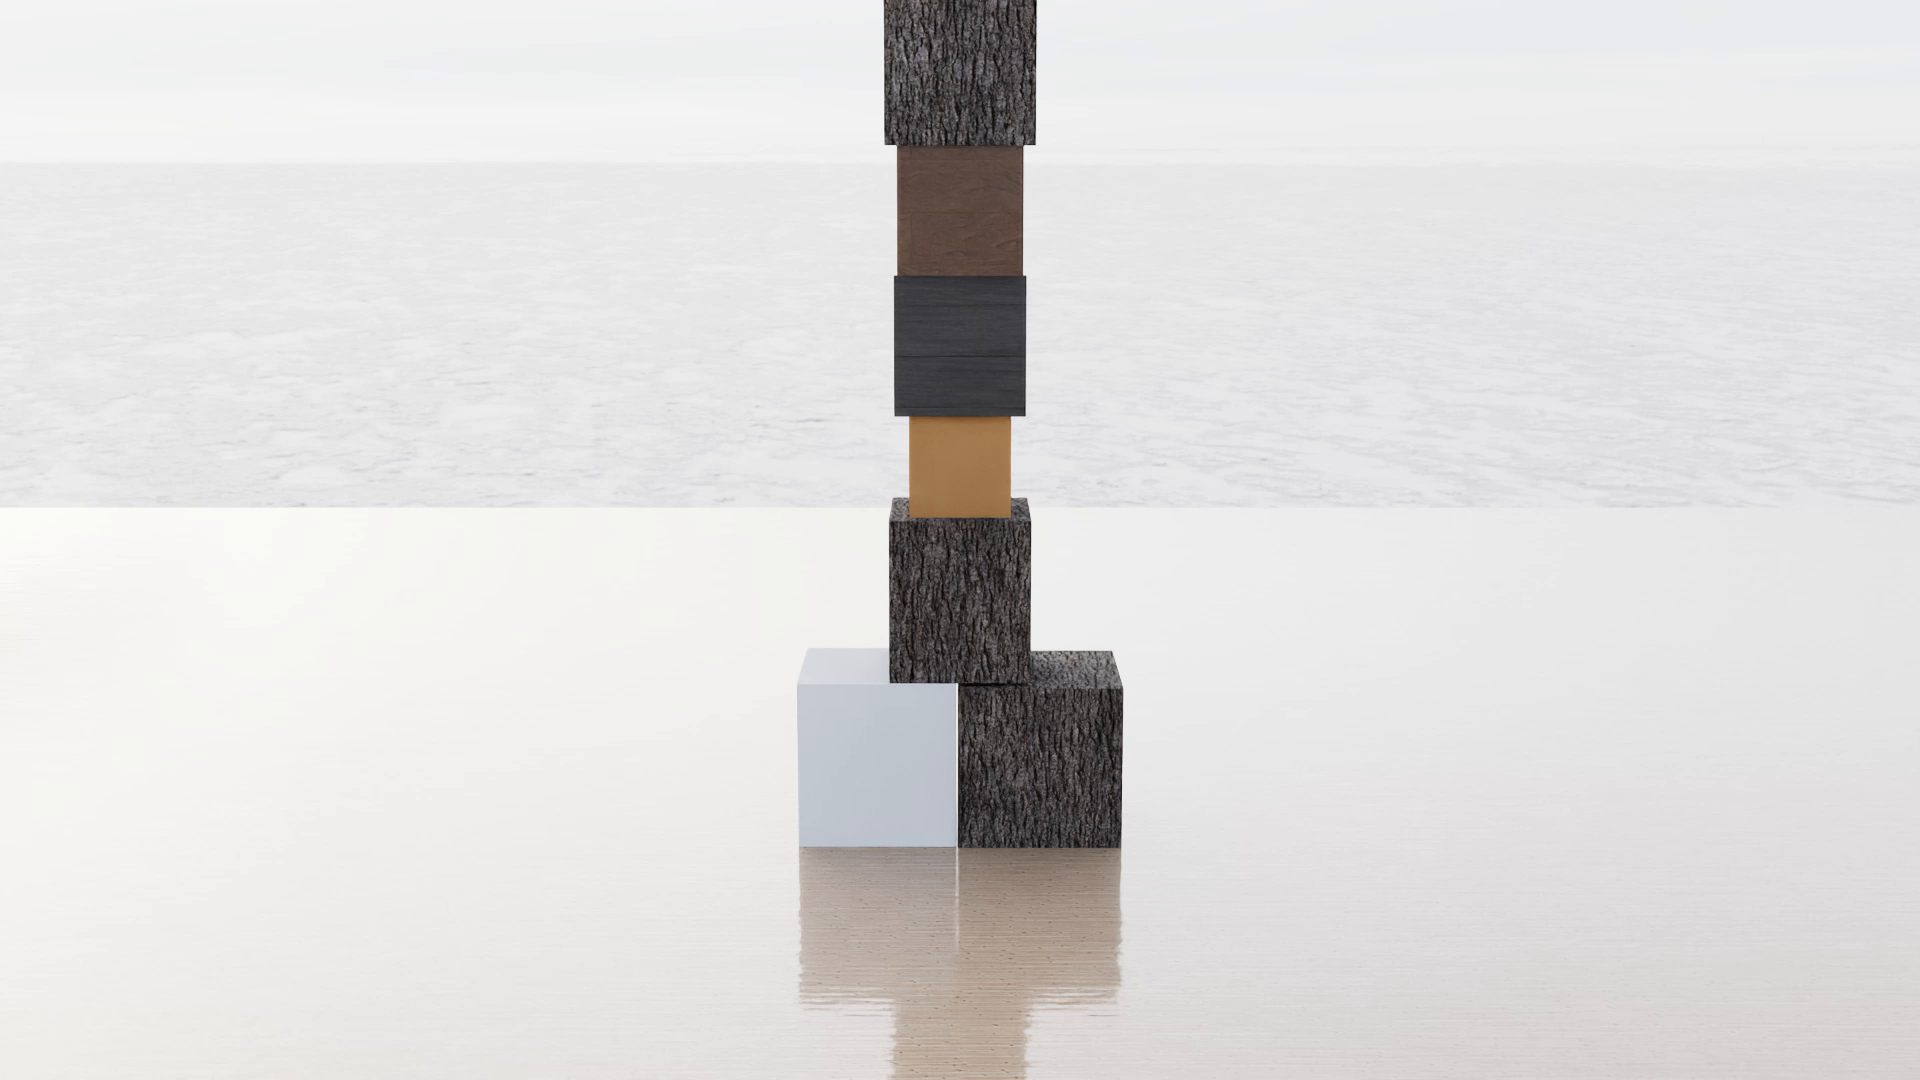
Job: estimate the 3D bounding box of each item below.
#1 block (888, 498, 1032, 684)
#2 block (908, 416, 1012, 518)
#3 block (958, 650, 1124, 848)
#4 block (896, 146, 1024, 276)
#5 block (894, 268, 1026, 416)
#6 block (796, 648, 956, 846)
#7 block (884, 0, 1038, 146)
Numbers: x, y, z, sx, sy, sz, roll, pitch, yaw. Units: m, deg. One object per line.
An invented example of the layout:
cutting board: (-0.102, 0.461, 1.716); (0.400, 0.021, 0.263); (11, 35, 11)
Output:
block: (0.000, 0.245, 11.233); (0.704, 0.818, 0.740); (0, 10, 0)
block: (0.001, -0.406, 11.108); (0.503, 0.507, 0.513); (0, 10, 0)
block: (0.400, 1.068, 11.387); (0.823, 0.824, 0.833); (0, 10, 0)
block: (0.001, -1.642, 10.900); (0.609, 0.619, 0.683); (0, 10, 0)
block: (0.001, -0.995, 10.999); (0.645, 0.690, 0.573); (0, 10, 0)
block: (-0.416, 1.059, 11.389); (0.791, 0.841, 0.793); (0, 10, 0)
block: (0.001, -2.290, 10.762); (0.724, 0.705, 0.695); (0, 10, 0)
